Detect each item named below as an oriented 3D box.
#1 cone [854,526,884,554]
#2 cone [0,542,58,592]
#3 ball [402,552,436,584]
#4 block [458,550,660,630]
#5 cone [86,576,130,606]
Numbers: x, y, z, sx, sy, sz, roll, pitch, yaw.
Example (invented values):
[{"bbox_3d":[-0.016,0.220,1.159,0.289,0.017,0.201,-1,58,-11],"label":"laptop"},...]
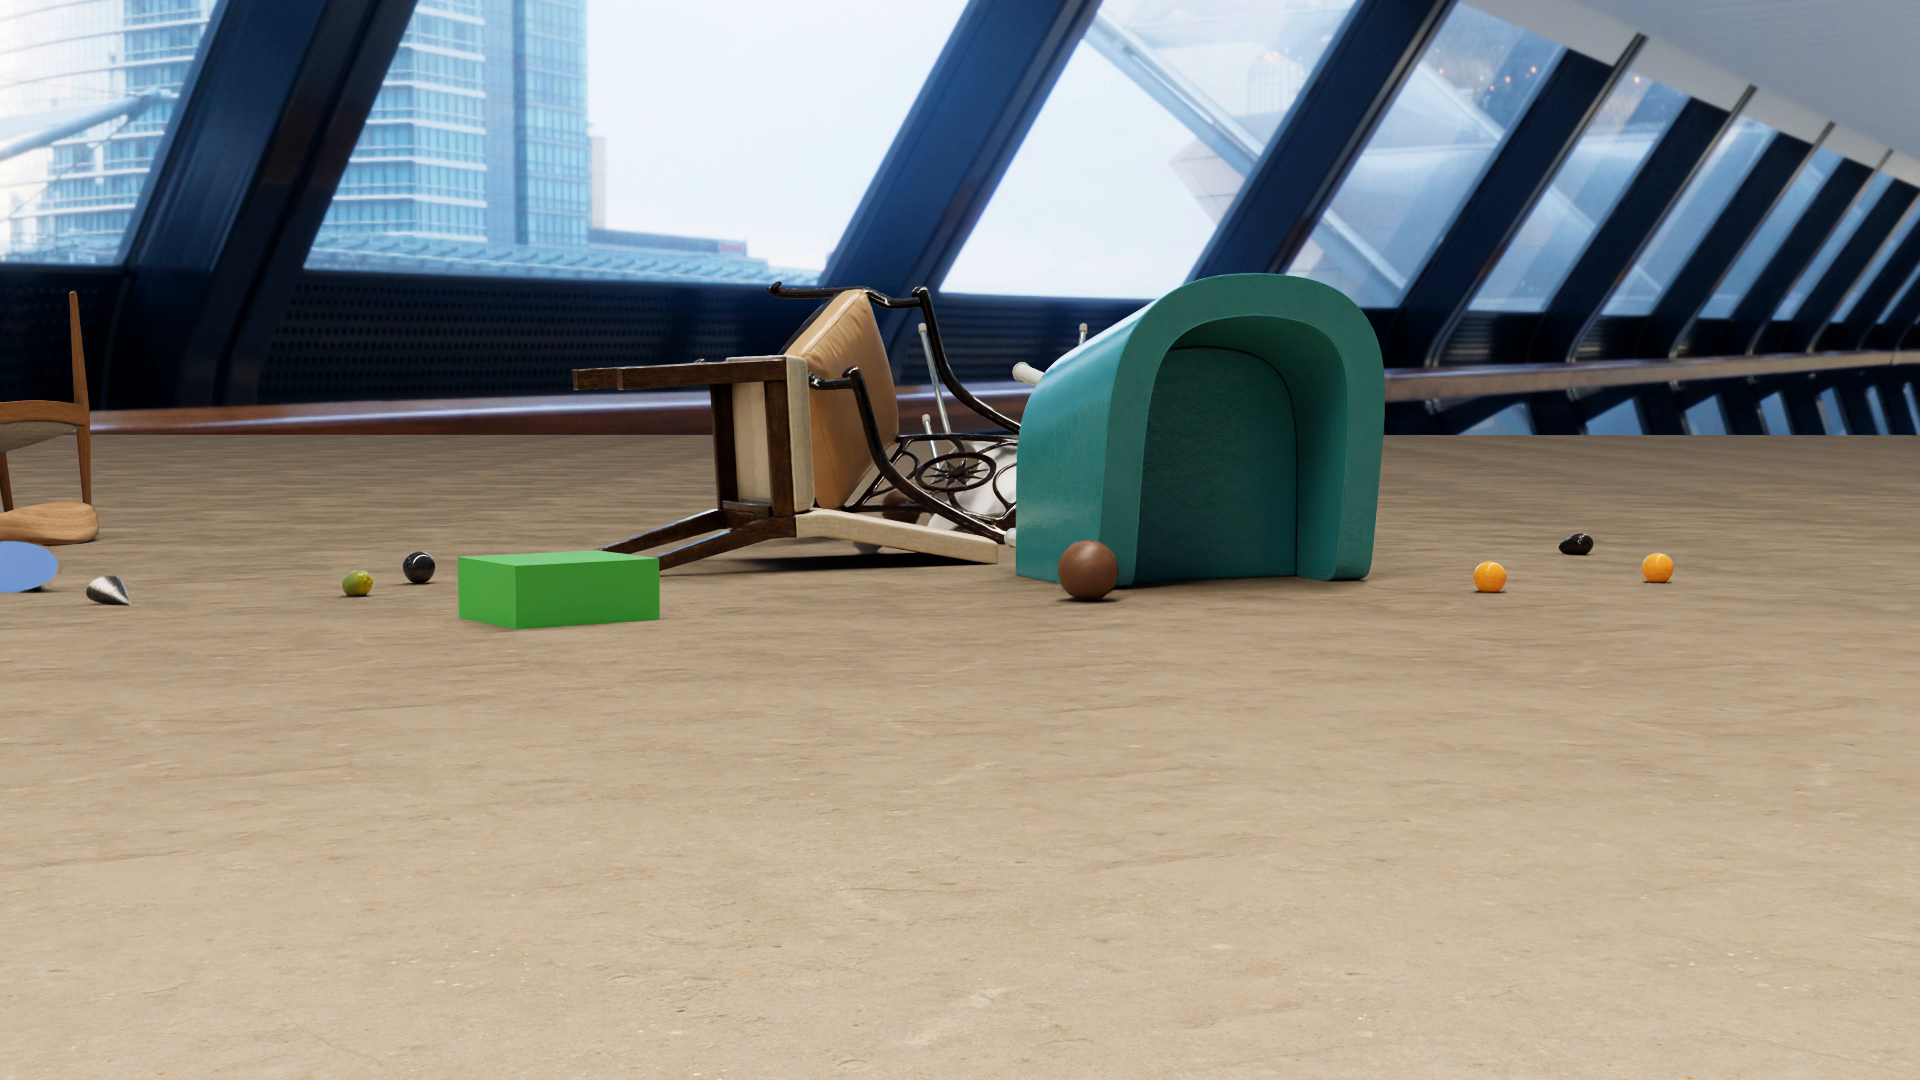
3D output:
[{"bbox_3d":[-0.252,0.014,6.072,0.082,0.075,0.140,-20,-10,-6],"label":"cone"},{"bbox_3d":[-2.104,0.082,4.941,0.237,0.119,0.145,1,-18,6],"label":"cone"},{"bbox_3d":[-1.249,0.063,5.077,0.075,0.075,0.075,0,4,0],"label":"ball"},{"bbox_3d":[-0.786,0.094,4.302,0.302,0.119,0.264,-3,5,-36],"label":"block"},{"bbox_3d":[-1.757,0.120,4.590,0.097,0.061,0.087,24,15,34],"label":"cone"}]
